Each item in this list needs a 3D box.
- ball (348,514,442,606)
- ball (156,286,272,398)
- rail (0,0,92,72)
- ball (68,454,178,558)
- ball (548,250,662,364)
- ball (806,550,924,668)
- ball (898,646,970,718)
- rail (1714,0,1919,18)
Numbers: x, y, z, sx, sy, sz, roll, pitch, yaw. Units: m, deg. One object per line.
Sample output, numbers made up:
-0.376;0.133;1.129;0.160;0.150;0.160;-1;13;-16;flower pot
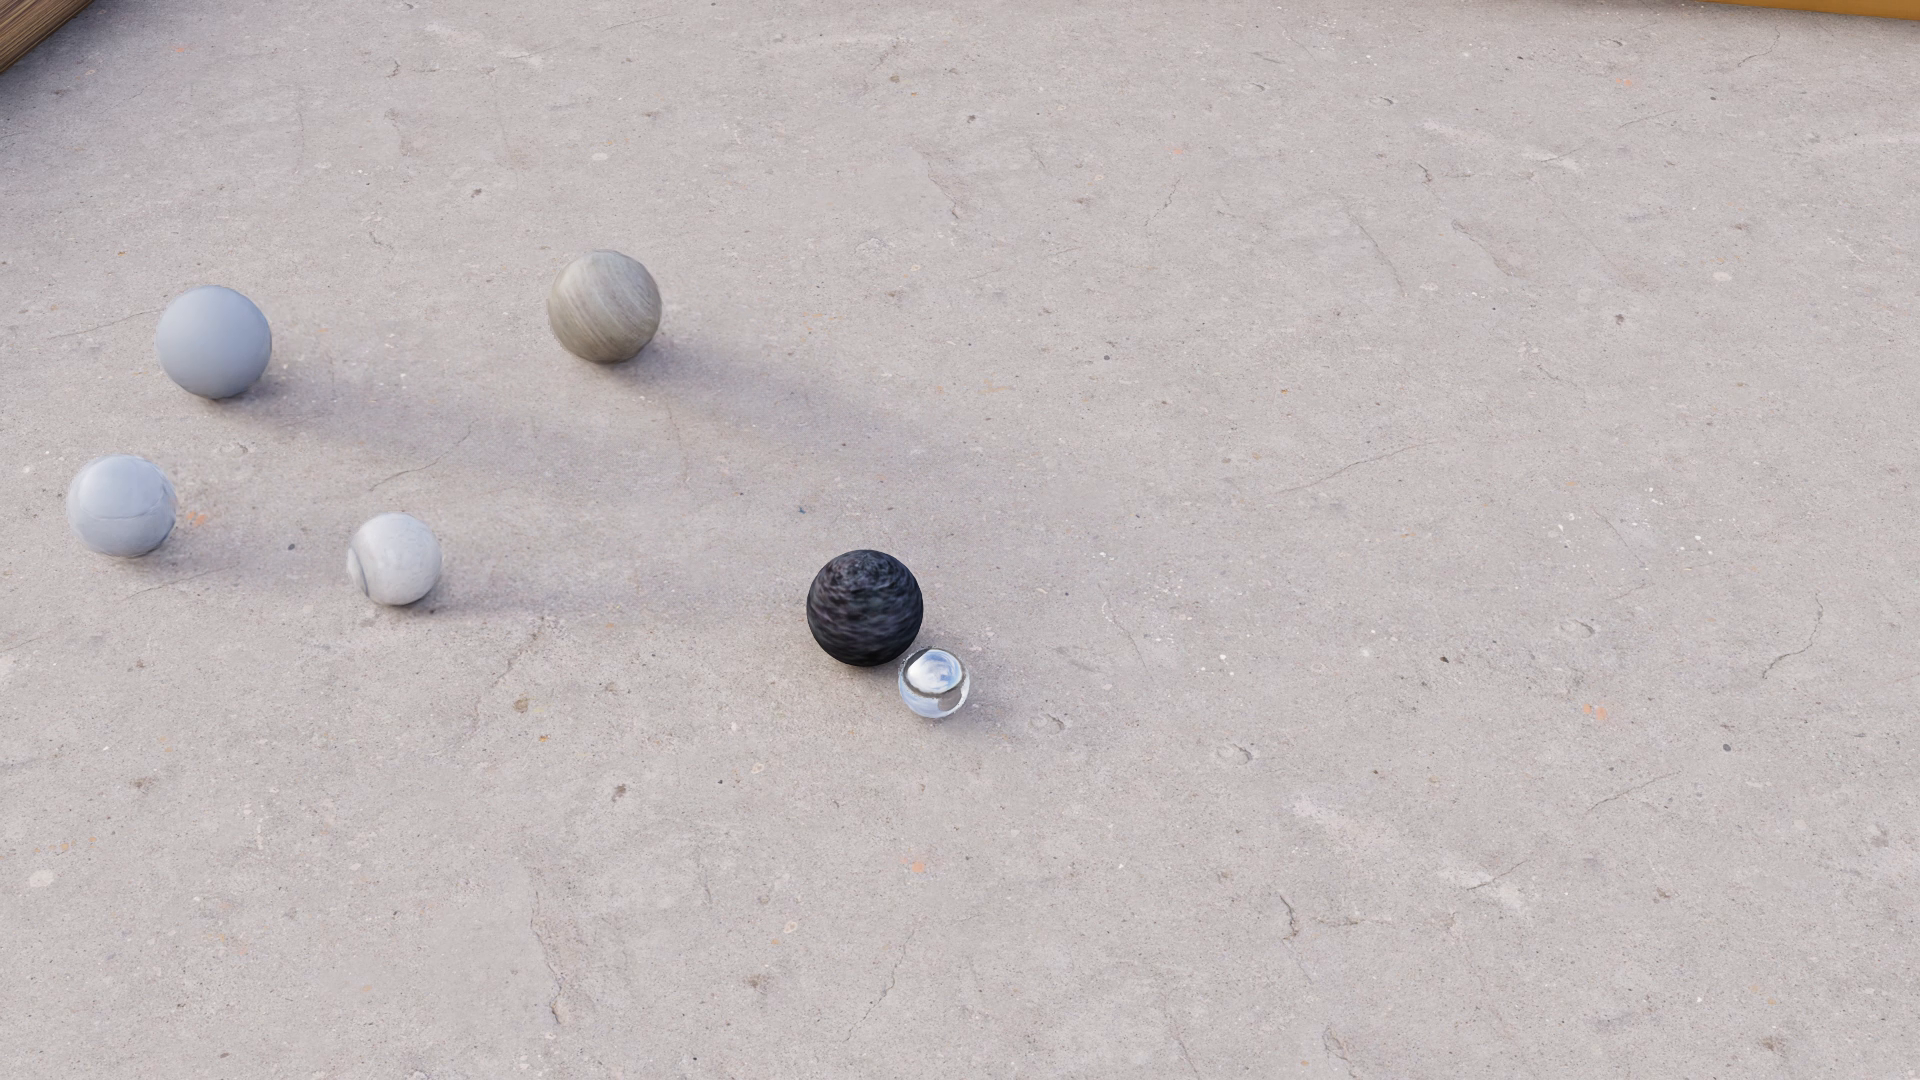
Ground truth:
-0.390;0.014;1.772;0.064;0.064;0.064;0;35;0;ball
-0.579;-0.153;1.992;0.086;0.086;0.086;0;35;0;ball
-1.052;-0.159;1.973;0.045;0.116;2.344;8;36;11;rail
-0.593;-0.024;1.818;0.074;0.074;0.074;0;35;0;ball
-0.281;-0.185;2.035;0.089;0.089;0.089;0;35;0;ball
-0.063;0.046;1.713;0.079;0.079;0.079;0;35;0;ball
-0.017;0.093;1.673;0.046;0.046;0.046;0;35;0;ball
1.334;-0.516;2.486;4.413;0.116;0.045;8;36;11;rail
